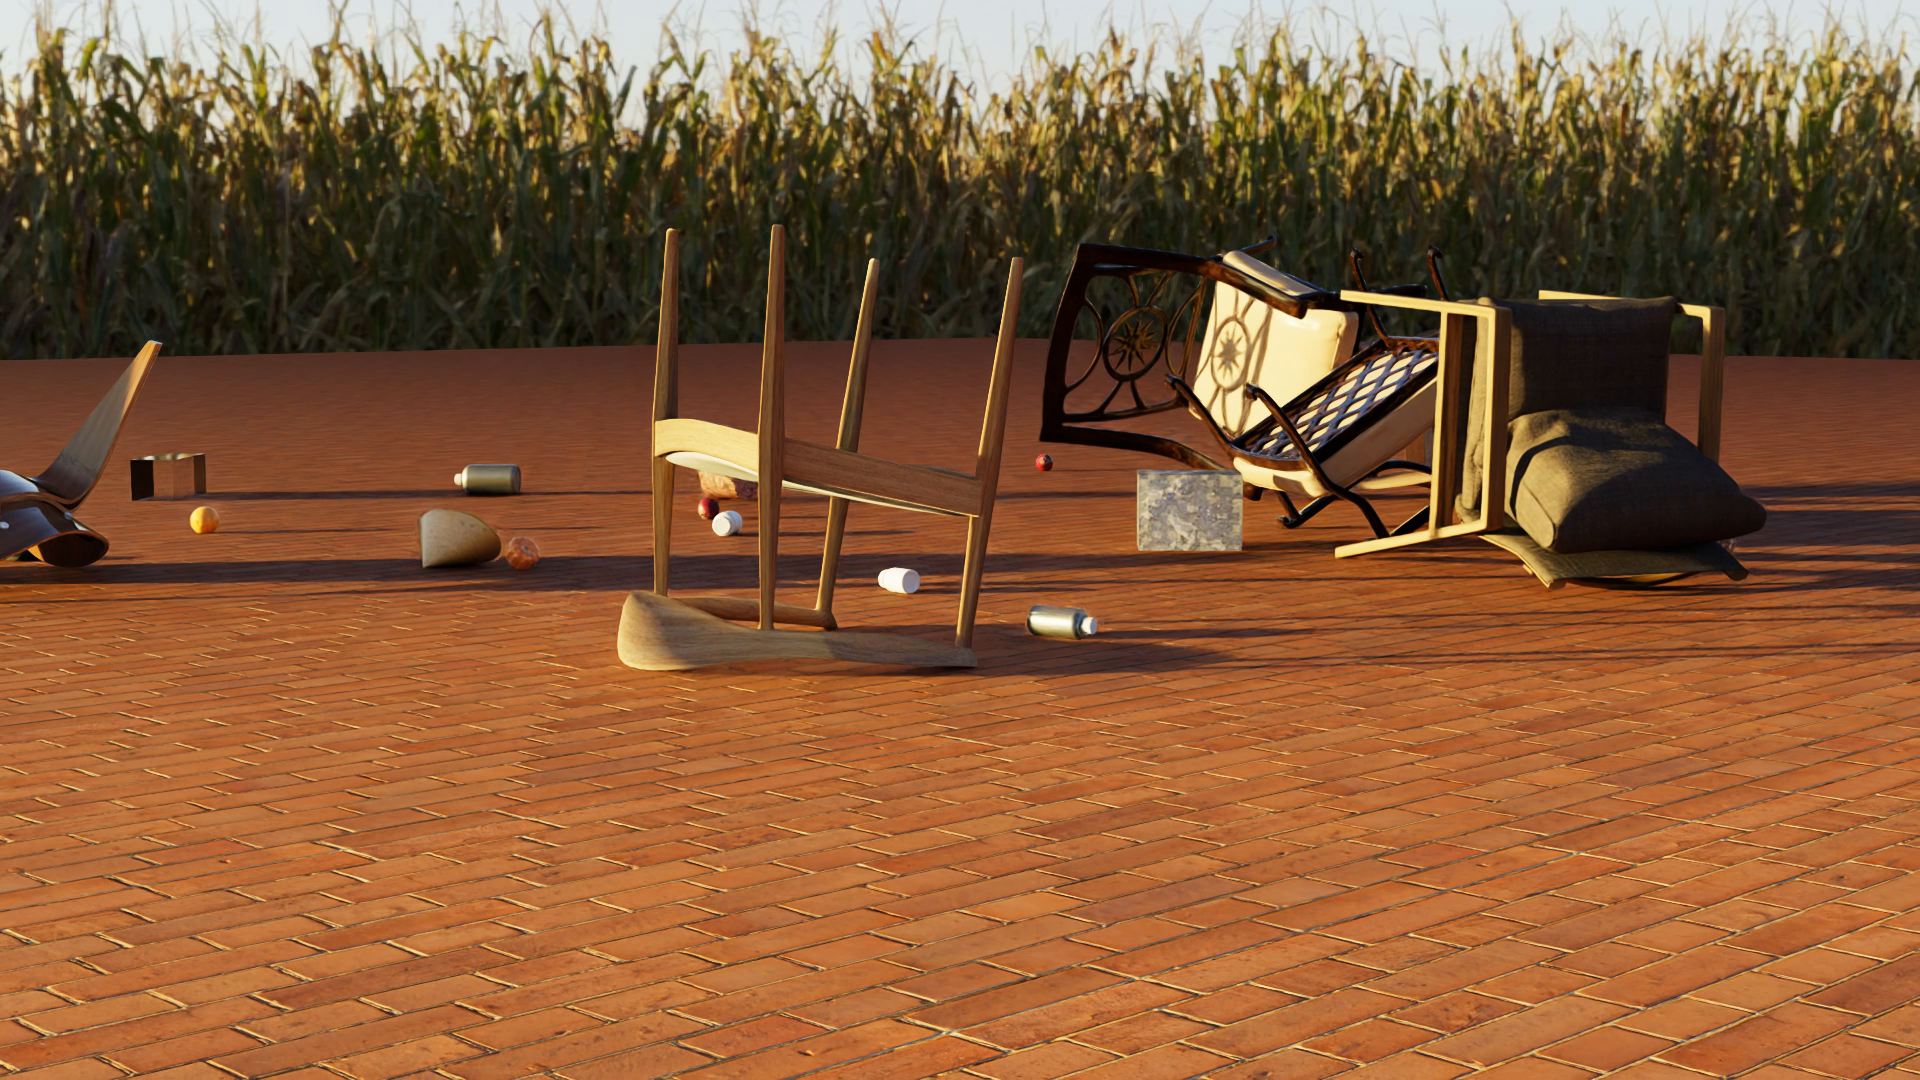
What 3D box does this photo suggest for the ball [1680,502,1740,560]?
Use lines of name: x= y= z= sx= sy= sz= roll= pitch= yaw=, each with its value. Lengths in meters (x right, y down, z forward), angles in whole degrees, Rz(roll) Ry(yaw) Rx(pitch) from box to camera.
ball: x=1.739 y=-0.020 z=5.950 sx=0.134 sy=0.134 sz=0.134 roll=0 pitch=6 yaw=0

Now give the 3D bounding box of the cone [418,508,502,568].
cone: x=-1.180 y=0.027 z=5.832 sx=0.273 sy=0.151 sz=0.126 roll=3 pitch=37 yaw=38

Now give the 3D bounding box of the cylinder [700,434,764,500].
cylinder: x=-0.673 y=-0.216 z=7.594 sx=0.105 sy=0.184 sz=0.235 roll=3 pitch=15 yaw=19

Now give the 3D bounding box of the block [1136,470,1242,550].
block: x=0.556 y=-0.073 z=6.234 sx=0.247 sy=0.183 sz=0.163 roll=0 pitch=6 yaw=2

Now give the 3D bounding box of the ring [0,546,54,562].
ring: x=-2.174 y=0.032 z=5.969 sx=0.122 sy=0.029 sz=0.089 roll=-1 pitch=7 yaw=-14

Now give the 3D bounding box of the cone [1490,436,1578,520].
cone: x=1.636 y=-0.124 z=7.071 sx=0.228 sy=0.240 sz=0.299 roll=10 pitch=-11 yaw=42

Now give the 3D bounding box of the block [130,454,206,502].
block: x=-2.359 y=-0.188 z=7.651 sx=0.125 sy=0.120 sz=0.277 roll=0 pitch=6 yaw=3
